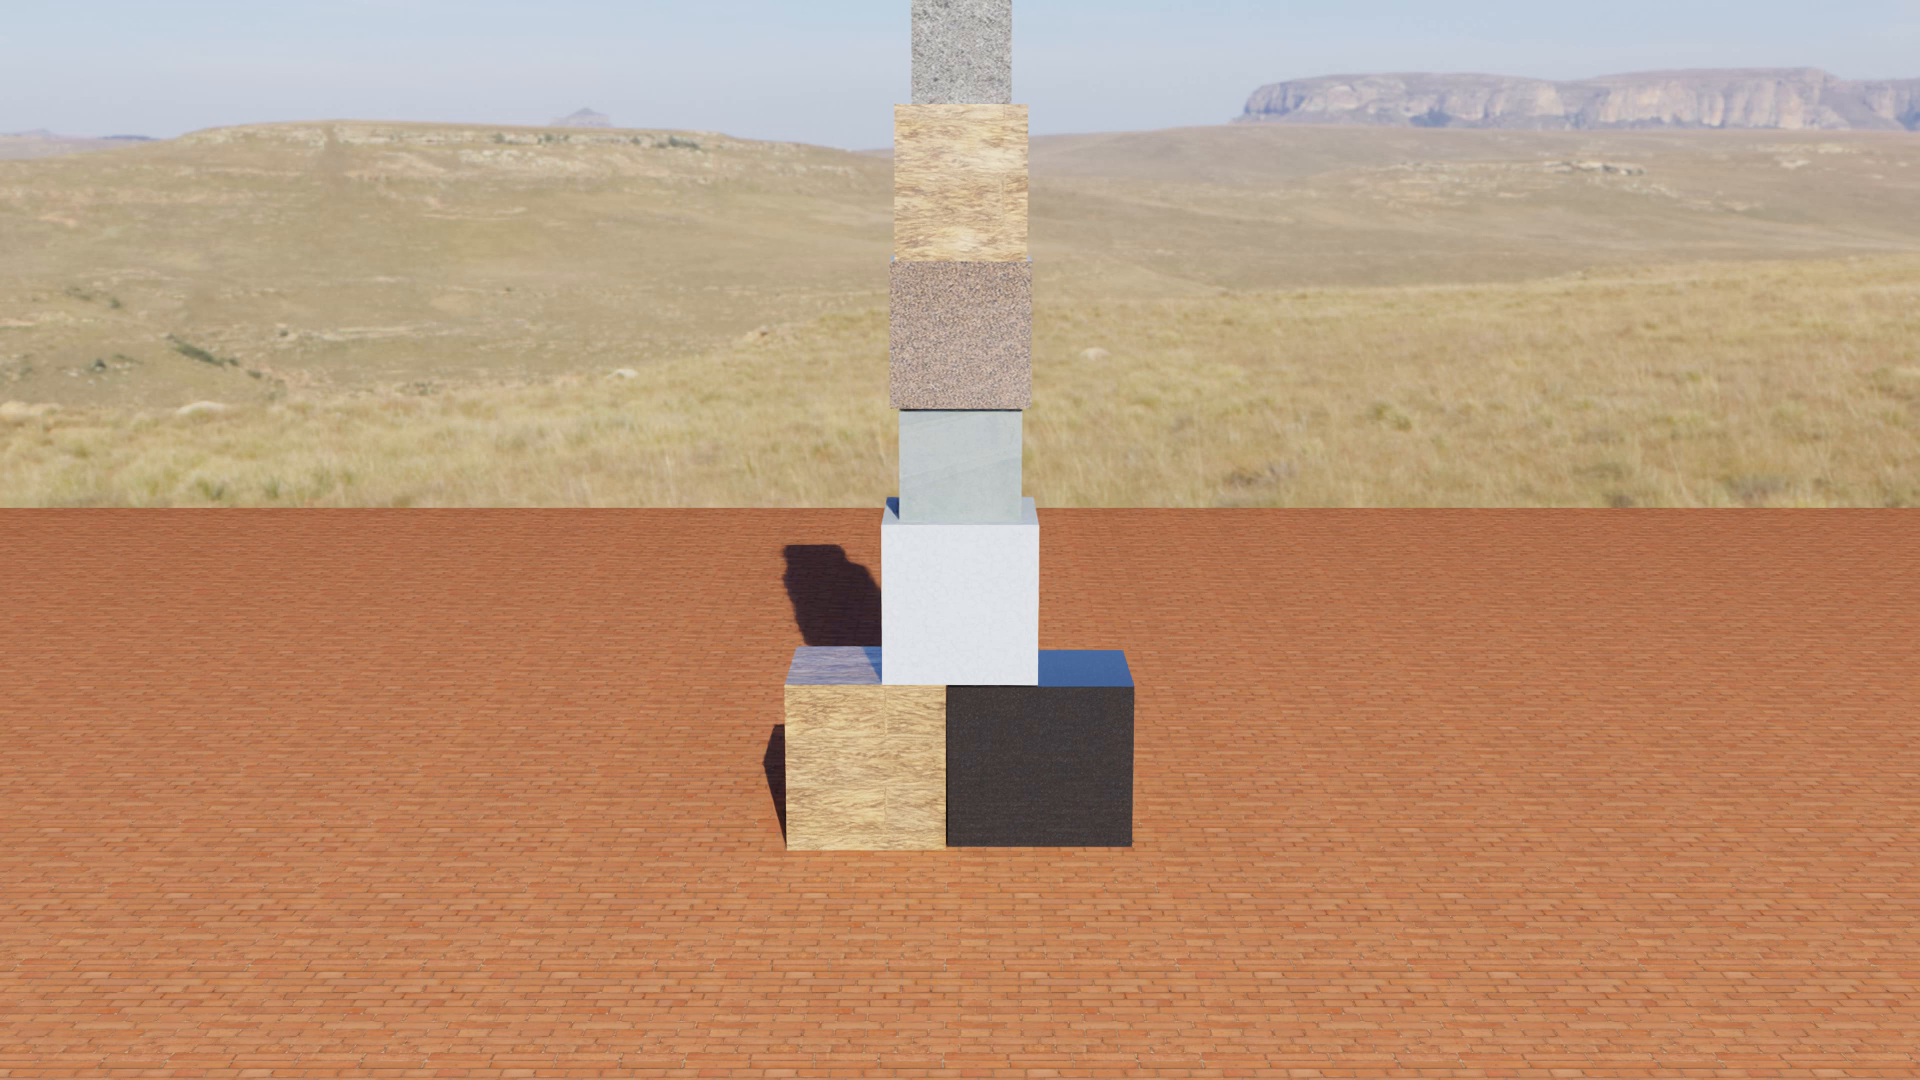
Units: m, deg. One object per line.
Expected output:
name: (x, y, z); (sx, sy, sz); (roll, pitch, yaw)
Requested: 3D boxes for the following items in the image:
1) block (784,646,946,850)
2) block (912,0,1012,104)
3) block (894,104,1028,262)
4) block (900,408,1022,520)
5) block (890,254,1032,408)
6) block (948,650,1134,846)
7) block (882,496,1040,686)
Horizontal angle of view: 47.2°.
block: (-0.469, 1.060, 11.353); (0.796, 0.852, 0.835); (0, 10, 0)
block: (0.007, -2.405, 10.750); (0.481, 0.549, 0.467); (0, 10, 0)
block: (0.006, -1.770, 10.868); (0.638, 0.743, 0.681); (0, 10, 0)
block: (0.002, -0.426, 11.104); (0.601, 0.560, 0.617); (0, 10, 0)
block: (0.004, -1.053, 10.990); (0.691, 0.713, 0.695); (0, 10, 0)
block: (0.403, 1.065, 11.388); (0.929, 0.831, 0.795); (0, 10, 0)
block: (0.001, 0.245, 11.214); (0.768, 0.801, 0.854); (0, 10, 0)
